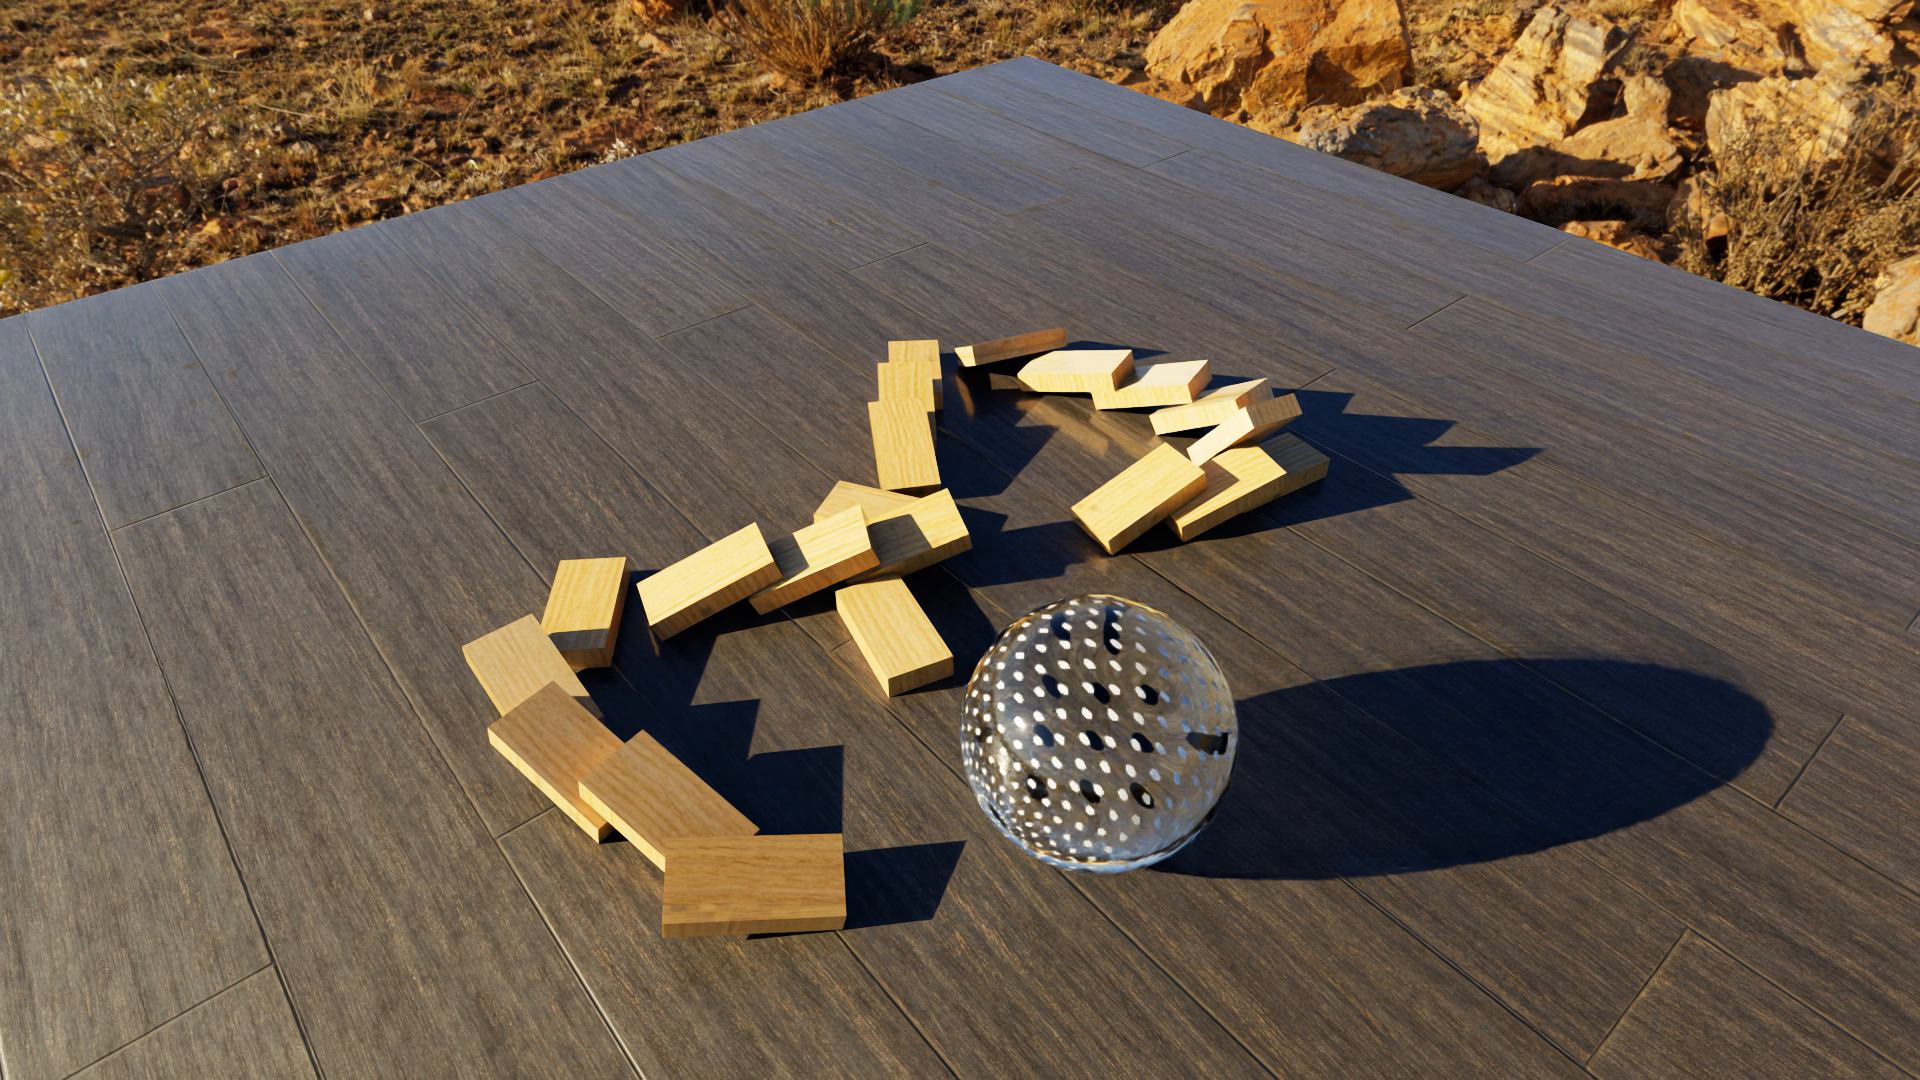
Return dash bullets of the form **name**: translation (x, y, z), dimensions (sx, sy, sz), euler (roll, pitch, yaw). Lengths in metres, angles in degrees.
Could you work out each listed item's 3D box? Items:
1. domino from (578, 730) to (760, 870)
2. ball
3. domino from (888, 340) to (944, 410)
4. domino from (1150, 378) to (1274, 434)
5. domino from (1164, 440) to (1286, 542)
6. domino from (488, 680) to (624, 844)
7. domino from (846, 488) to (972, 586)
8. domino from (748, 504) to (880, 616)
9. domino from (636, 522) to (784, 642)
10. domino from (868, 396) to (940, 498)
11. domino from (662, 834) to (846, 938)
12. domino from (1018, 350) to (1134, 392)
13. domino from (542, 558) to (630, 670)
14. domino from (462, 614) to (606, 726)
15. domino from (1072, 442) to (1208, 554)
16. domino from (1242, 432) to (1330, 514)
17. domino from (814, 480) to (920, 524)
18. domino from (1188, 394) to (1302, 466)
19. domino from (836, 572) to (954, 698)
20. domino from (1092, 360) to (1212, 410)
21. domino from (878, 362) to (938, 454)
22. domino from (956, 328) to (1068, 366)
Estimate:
- **domino**: translation (-0.088, 0.083, 0.333), dimensions (0.050, 0.009, 0.025), euler (35, 49, 16)
- **ball**: translation (0.040, 0.056, 0.320), dimensions (0.080, 0.080, 0.080), euler (0, 39, 0)
- **domino**: translation (-0.022, -0.082, 0.543), dimensions (0.025, 0.010, 0.050), euler (-2, 39, -3)
- **domino**: translation (0.113, -0.060, 0.496), dimensions (0.025, 0.010, 0.050), euler (-32, 16, -33)
- **domino**: translation (0.107, -0.021, 0.458), dimensions (0.050, 0.010, 0.025), euler (-27, 47, -7)
- **domino**: translation (-0.122, 0.069, 0.348), dimensions (0.050, 0.009, 0.025), euler (36, 50, 16)
- **domino**: translation (-0.023, 0.001, 0.430), dimensions (0.050, 0.010, 0.025), euler (-22, 53, -4)
- **domino**: translation (-0.057, 0.007, 0.420), dimensions (0.050, 0.010, 0.025), euler (-23, 45, 4)
- **domino**: translation (-0.094, 0.015, 0.414), dimensions (0.050, 0.009, 0.025), euler (-28, 45, -7)
- **domino**: translation (-0.025, -0.040, 0.481), dimensions (0.025, 0.009, 0.050), euler (-7, 55, -6)
- **domino**: translation (-0.059, 0.098, 0.314), dimensions (0.050, 0.009, 0.025), euler (2, 49, -13)
- **domino**: translation (0.056, -0.082, 0.533), dimensions (0.050, 0.009, 0.025), euler (5, 37, 33)
- **domino**: translation (-0.140, 0.027, 0.411), dimensions (0.025, 0.010, 0.050), euler (-3, 39, -4)
- **domino**: translation (-0.144, 0.050, 0.373), dimensions (0.025, 0.010, 0.050), euler (-29, 62, -31)
- **domino**: translation (0.074, -0.017, 0.452), dimensions (0.050, 0.010, 0.025), euler (-34, 48, -10)
- **domino**: translation (0.134, -0.030, 0.480), dimensions (0.050, 0.010, 0.025), euler (-22, 44, -25)
- **domino**: translation (-0.032, -0.009, 0.454), dimensions (0.050, 0.009, 0.025), euler (13, 41, 15)
- **domino**: translation (0.121, -0.046, 0.471), dimensions (0.025, 0.050, 0.009), euler (-17, 80, -20)
- **domino**: translation (-0.025, 0.034, 0.402), dimensions (0.025, 0.010, 0.050), euler (-17, 42, -20)
- **domino**: translation (0.090, -0.073, 0.518), dimensions (0.050, 0.010, 0.025), euler (1, 33, 38)
- **domino**: translation (-0.025, -0.061, 0.509), dimensions (0.025, 0.010, 0.050), euler (-3, 54, -3)
- **domino**: translation (0.026, -0.097, 0.553), dimensions (0.050, 0.010, 0.025), euler (-15, 12, -17)
